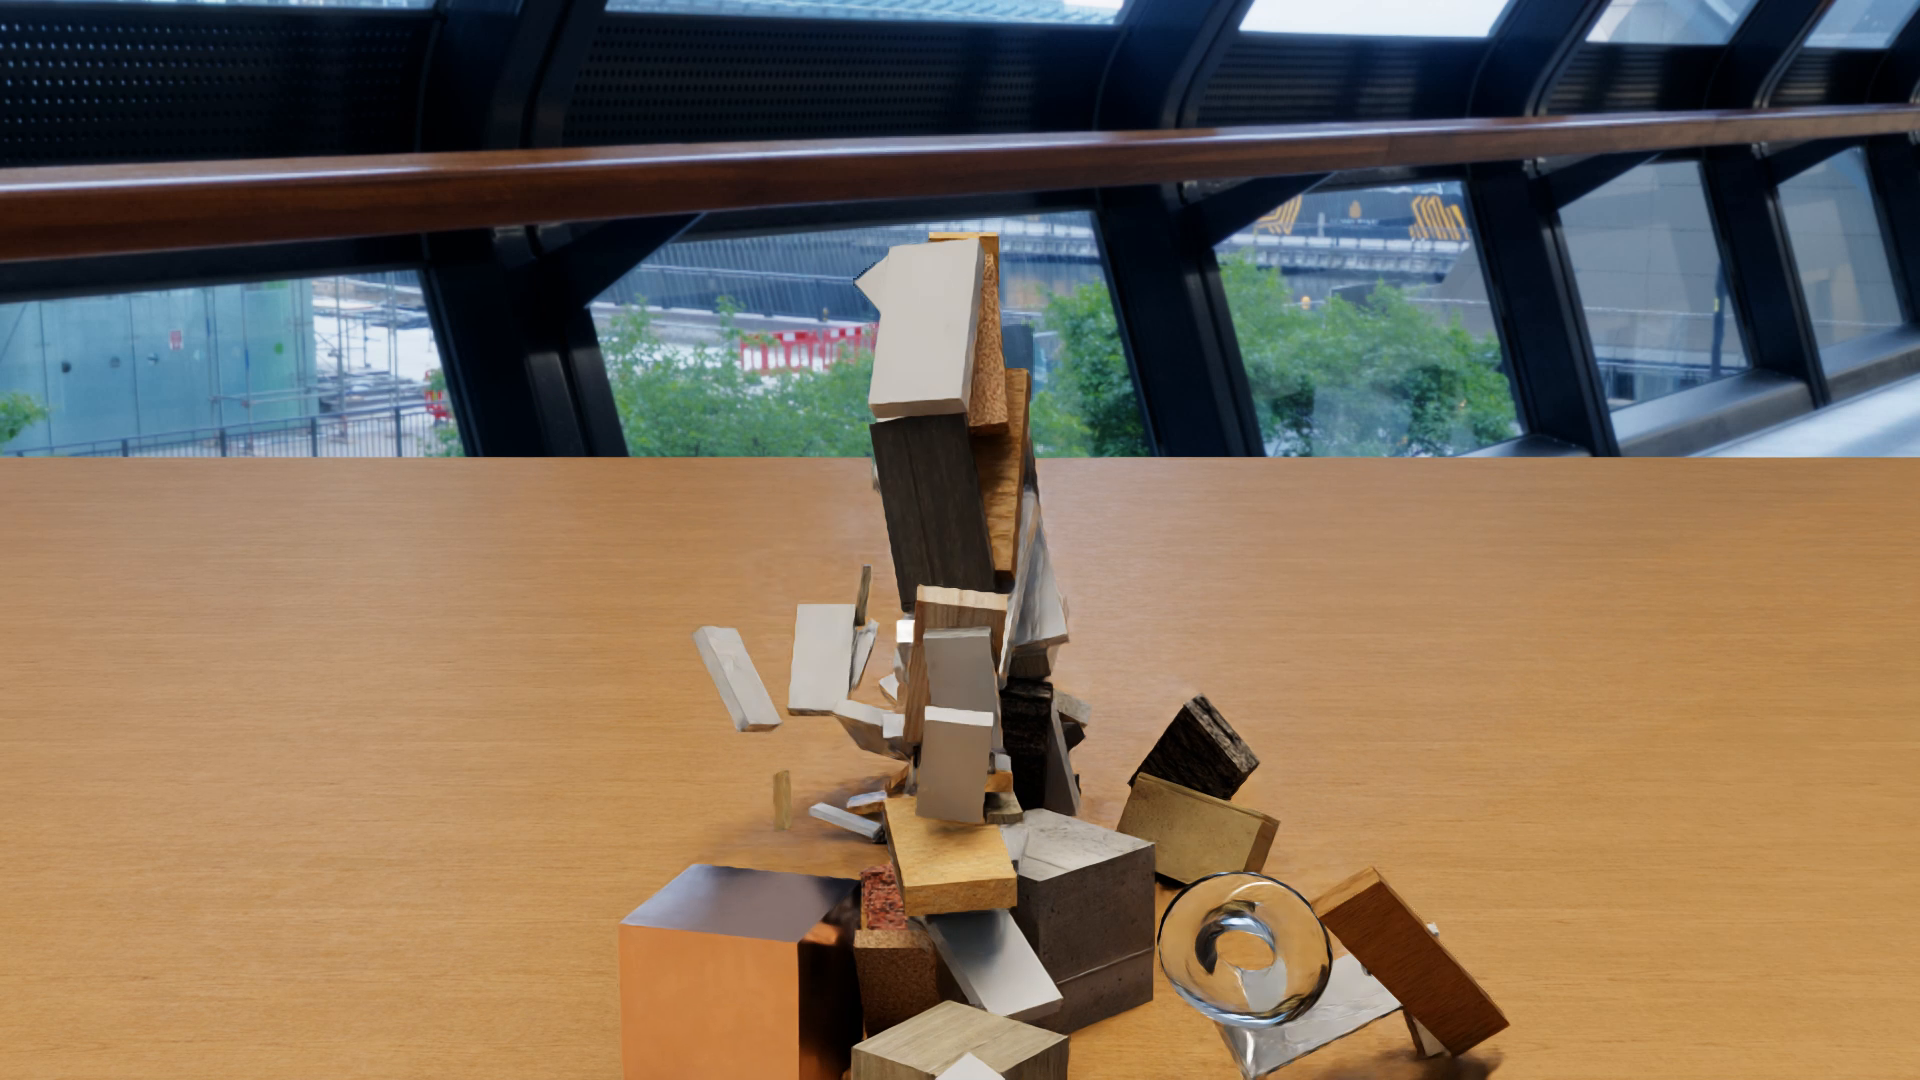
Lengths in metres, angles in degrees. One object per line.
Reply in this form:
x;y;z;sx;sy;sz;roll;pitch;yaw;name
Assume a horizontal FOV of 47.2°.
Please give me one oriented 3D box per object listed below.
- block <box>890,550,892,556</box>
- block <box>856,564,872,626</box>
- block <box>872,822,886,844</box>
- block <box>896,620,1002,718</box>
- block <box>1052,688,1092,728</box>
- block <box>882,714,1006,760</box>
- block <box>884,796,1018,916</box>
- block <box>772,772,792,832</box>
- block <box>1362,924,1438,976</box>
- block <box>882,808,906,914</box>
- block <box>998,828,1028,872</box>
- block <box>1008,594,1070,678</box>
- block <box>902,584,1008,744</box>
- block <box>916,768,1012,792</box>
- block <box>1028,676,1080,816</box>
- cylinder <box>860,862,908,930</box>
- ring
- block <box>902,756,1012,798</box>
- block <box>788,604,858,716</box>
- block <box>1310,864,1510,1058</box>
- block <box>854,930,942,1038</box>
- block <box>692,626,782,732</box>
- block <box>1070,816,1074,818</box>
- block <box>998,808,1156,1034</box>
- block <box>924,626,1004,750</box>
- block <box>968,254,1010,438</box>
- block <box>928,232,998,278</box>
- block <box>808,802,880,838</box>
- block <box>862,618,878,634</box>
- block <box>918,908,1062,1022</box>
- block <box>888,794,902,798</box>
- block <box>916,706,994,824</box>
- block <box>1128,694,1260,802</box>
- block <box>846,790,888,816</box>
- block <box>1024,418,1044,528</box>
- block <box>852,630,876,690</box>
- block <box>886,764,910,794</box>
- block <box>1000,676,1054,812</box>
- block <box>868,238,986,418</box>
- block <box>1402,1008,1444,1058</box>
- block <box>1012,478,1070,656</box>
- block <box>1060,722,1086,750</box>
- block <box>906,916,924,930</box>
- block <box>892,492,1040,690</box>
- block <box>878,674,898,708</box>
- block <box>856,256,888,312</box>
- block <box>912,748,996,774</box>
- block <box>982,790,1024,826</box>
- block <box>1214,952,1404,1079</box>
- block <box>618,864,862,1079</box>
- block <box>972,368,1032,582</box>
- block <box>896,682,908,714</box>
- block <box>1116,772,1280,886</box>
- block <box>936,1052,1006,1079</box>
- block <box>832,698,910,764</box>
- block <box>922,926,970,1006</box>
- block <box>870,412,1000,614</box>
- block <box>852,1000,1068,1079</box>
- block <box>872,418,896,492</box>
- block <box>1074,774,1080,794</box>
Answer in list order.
-0.022;0.002;4.106;0.128;0.036;0.256;27;-28;-15;block
-0.184;0.105;4.176;0.016;0.115;0.058;7;1;-7;block
-0.092;0.444;3.419;0.053;0.015;0.105;4;-33;-24;block
-0.013;0.191;3.102;0.121;0.034;0.241;-1;-33;7;block
0.120;0.359;4.148;0.149;0.042;0.298;25;-35;-8;block
-0.020;0.299;3.222;0.121;0.034;0.241;-3;-19;15;block
-0.017;0.414;2.932;0.143;0.041;0.311;-4;14;-6;block
-0.317;0.467;3.930;0.015;0.103;0.051;2;-13;-23;block
0.568;0.529;2.839;0.100;0.050;0.014;-16;46;-8;block
-0.020;0.432;3.025;0.143;0.041;0.286;-4;14;-7;block
0.058;0.439;3.117;0.064;0.018;0.129;0;12;8;block
0.094;0.155;3.472;0.127;0.036;0.254;-8;18;12;block
-0.008;0.176;2.997;0.121;0.254;0.034;6;38;0;block
0.005;0.331;3.048;0.092;0.026;0.184;1;-3;-14;block
0.099;0.324;3.450;0.127;0.254;0.036;-5;29;18;block
-0.071;0.563;3.335;0.142;0.142;0.142;-9;-3;0;cylinder
0.363;0.524;2.807;0.225;0.225;0.075;3;25;18;ring
-0.015;0.403;3.302;0.143;0.041;0.286;2;-32;-7;block
-0.255;0.223;4.098;0.109;0.219;0.031;0;-30;6;block
0.589;0.552;2.841;0.089;0.501;0.025;-34;46;10;block
-0.082;0.612;3.008;0.105;0.211;0.030;0;41;5;block
-0.400;0.250;3.941;0.029;0.202;0.101;-36;-19;23;block
0.109;0.499;3.921;0.152;0.043;0.304;-1;2;-6;block
0.114;0.555;3.203;0.239;0.239;0.239;-10;14;-42;block
0.005;0.201;2.958;0.089;0.177;0.025;-3;27;8;block
-0.006;-0.289;3.307;0.140;0.280;0.040;-7;-21;5;block
0.006;-0.148;4.268;0.128;0.912;0.036;-2;23;-4;block
-0.188;0.508;3.947;0.162;0.015;0.051;18;9;16;block
-0.184;0.193;4.226;0.016;0.058;0.115;38;13;-8;block
0.037;0.548;2.909;0.105;0.030;0.211;-12;45;-27;block
-0.069;0.489;3.955;0.128;0.064;0.018;12;-20;-11;block
-0.008;0.296;2.882;0.089;0.177;0.025;6;38;1;block
0.401;0.403;3.803;0.043;0.152;0.304;-29;-20;-31;block
-0.145;0.485;4.094;0.128;0.018;0.064;-13;11;9;block
0.045;-0.064;3.504;0.162;0.340;0.046;-8;54;2;block
-0.203;0.223;4.125;0.058;0.115;0.016;12;-32;11;block
-0.067;0.358;3.292;0.053;0.015;0.105;10;-28;-22;block
0.064;0.403;3.459;0.134;0.447;0.038;8;35;8;block
-0.047;-0.314;3.246;0.140;0.280;0.040;-3;-29;17;block
0.637;0.659;3.034;0.050;0.100;0.014;-11;-13;-40;block
0.074;0.045;3.384;0.133;0.265;0.038;-15;-24;4;block
0.102;0.369;3.887;0.117;0.033;0.234;-33;14;-36;block
-0.019;0.570;3.085;0.115;0.230;0.033;22;36;19;block
0.012;0.069;3.284;0.162;0.046;0.323;4;56;12;block
-0.034;0.303;4.036;0.128;0.036;0.256;-28;36;-16;block
-0.080;-0.381;3.533;0.184;0.092;0.026;50;0;29;block
-0.010;0.304;3.045;0.092;0.026;0.184;1;-3;-7;block
0.054;0.363;3.007;0.050;0.014;0.100;-3;14;-7;block
0.489;0.617;2.922;0.298;0.092;0.026;-21;-26;-18;block
-0.288;0.600;2.939;0.247;0.247;0.247;3;11;16;block
0.012;-0.101;3.298;0.162;0.323;0.046;1;-20;11;block
-0.017;0.162;3.298;0.134;0.267;0.038;0;-27;10;block
0.391;0.503;3.718;0.043;0.152;0.304;28;-9;-38;block
0.055;0.681;2.349;0.154;0.044;0.308;-33;38;-27;block
-0.106;0.350;3.893;0.234;0.117;0.033;12;59;38;block
-0.015;0.590;3.040;0.105;0.211;0.030;22;37;5;block
-0.037;-0.044;3.213;0.140;0.280;0.040;-11;-5;10;block
0.001;0.688;2.637;0.184;0.184;0.184;8;13;38;block
-0.096;-0.150;3.878;0.109;0.031;0.219;5;31;-4;block
0.109;0.440;3.642;0.115;0.033;0.230;-4;11;21;block
